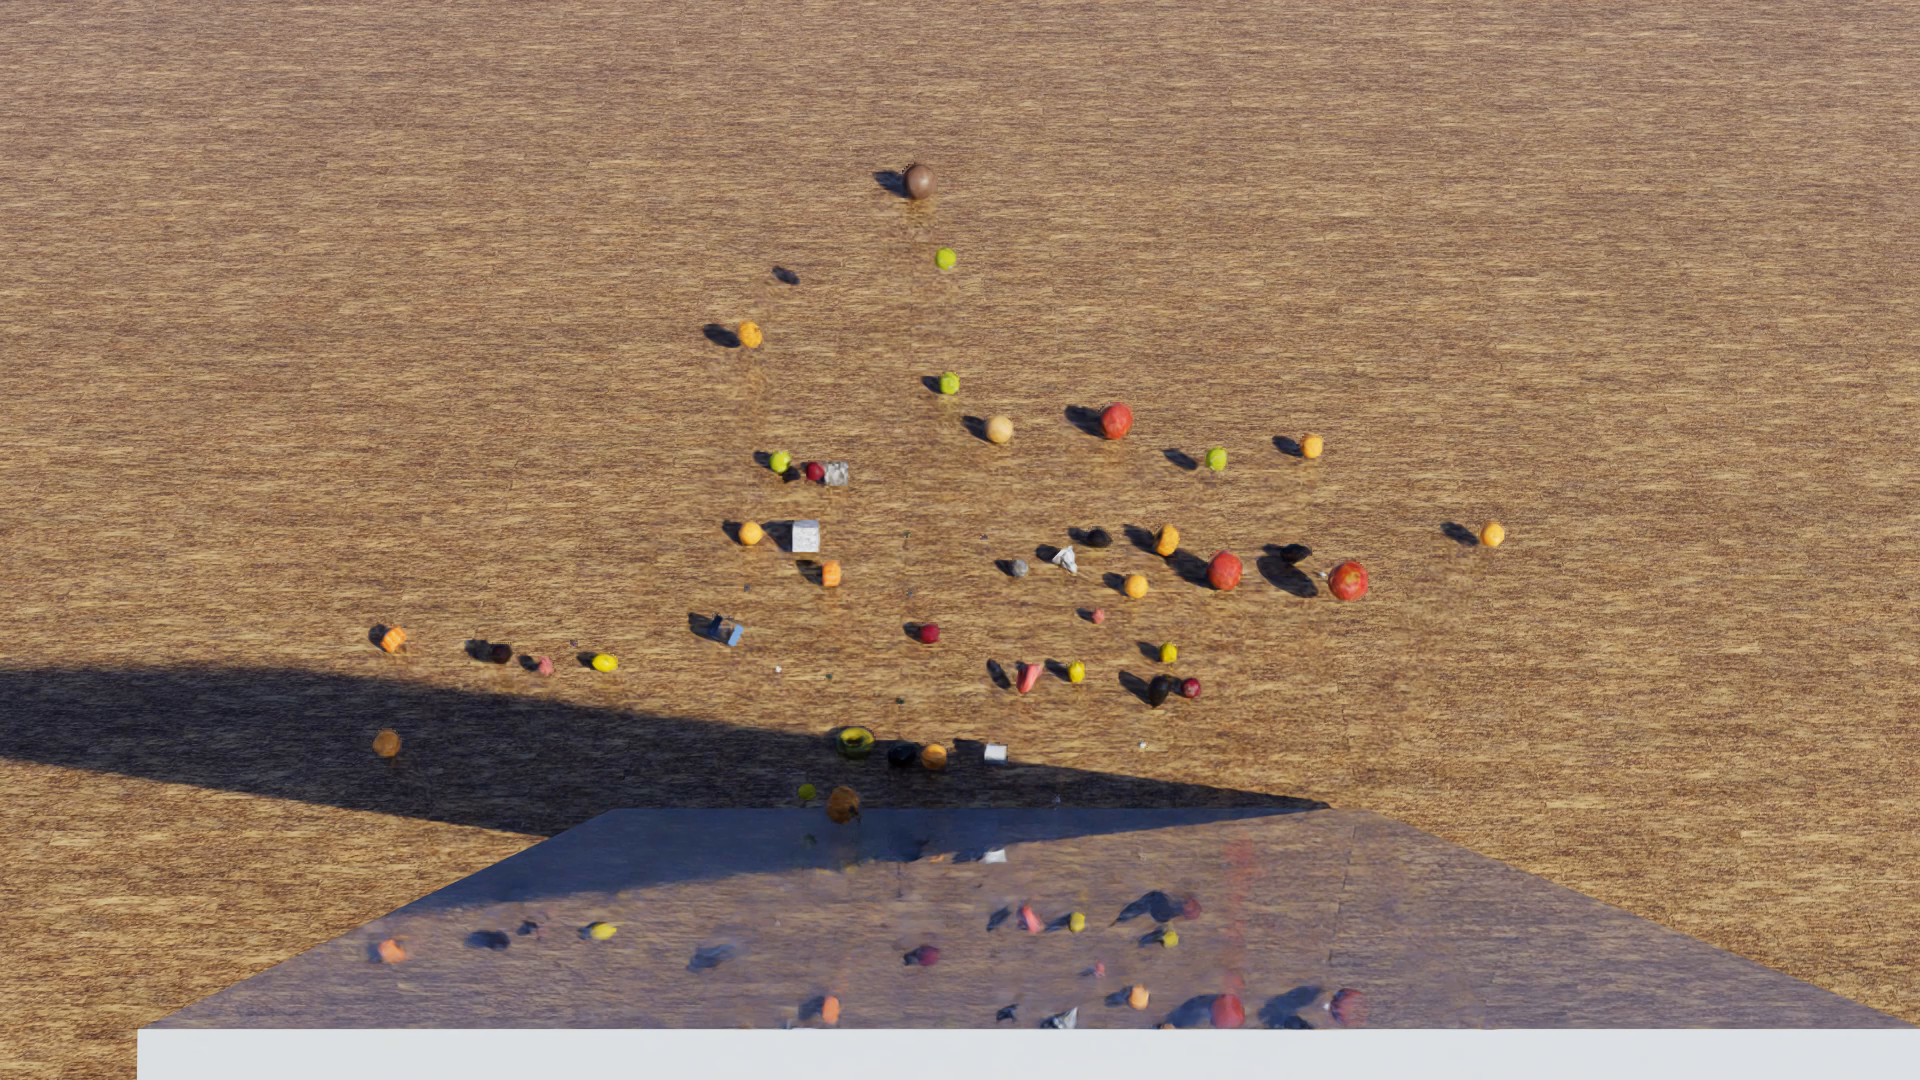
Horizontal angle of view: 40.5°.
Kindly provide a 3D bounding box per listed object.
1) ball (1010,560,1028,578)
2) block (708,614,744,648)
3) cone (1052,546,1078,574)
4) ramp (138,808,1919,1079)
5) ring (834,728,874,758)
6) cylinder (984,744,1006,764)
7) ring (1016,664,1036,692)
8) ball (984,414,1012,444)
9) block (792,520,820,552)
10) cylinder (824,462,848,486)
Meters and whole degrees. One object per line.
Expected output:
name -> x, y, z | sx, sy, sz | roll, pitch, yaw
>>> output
ball -> 0.179, 0.087, 7.835 | 0.054, 0.054, 0.054 | 0, 37, 0
block -> -0.681, 0.264, 7.557 | 0.064, 0.064, 0.064 | 19, 80, 40
cone -> 0.332, 0.073, 7.870 | 0.077, 0.077, 0.077 | -27, 71, -31
ramp -> 0.080, 0.680, 4.904 | 2.000, 0.100, 4.000 | 0, -2, 0
ring -> -0.293, 0.562, 7.209 | 0.109, 0.036, 0.109 | -2, 38, 2
cylinder -> 0.097, 0.587, 7.116 | 0.053, 0.053, 0.053 | 4, 37, 6
ring -> 0.187, 0.392, 7.355 | 0.028, 0.083, 0.083 | 21, 31, -21
ball -> 0.126, -0.359, 8.406 | 0.091, 0.091, 0.091 | 0, 37, 0
block -> -0.469, -0.011, 7.929 | 0.077, 0.077, 0.077 | 0, 14, 0
cylinder -> -0.389, -0.210, 8.215 | 0.074, 0.074, 0.074 | 0, 36, -3
